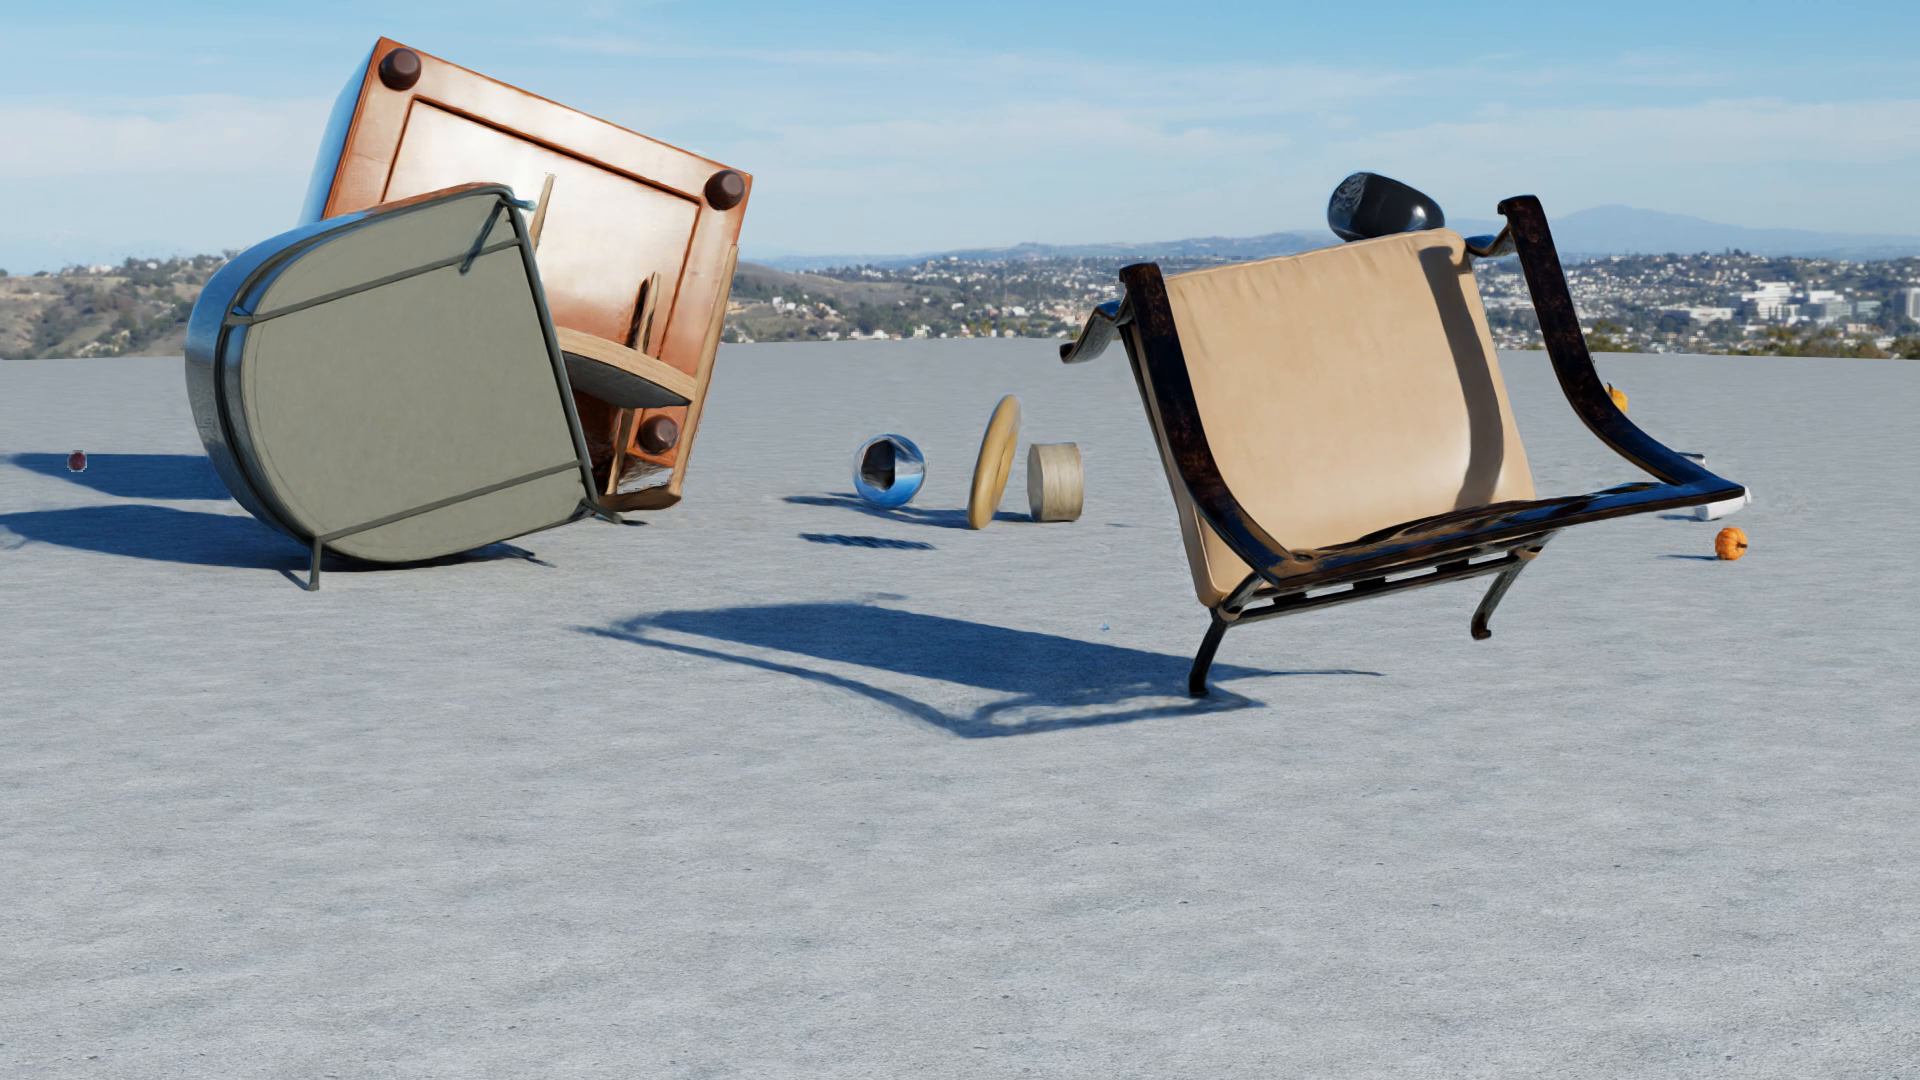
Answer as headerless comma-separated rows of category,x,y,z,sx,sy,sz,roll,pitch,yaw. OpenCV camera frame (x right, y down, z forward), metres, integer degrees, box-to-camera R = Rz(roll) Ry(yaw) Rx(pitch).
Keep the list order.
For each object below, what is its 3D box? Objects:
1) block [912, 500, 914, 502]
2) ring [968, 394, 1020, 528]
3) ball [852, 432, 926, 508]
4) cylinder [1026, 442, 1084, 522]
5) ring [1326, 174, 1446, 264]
block,-0.185,-0.180,7.553,0.070,0.124,0.126,-1,6,-14
ring,0.092,-0.210,6.810,0.064,0.237,0.473,10,46,9
ball,-0.201,-0.197,7.283,0.213,0.213,0.213,0,6,0
cylinder,0.254,-0.155,6.879,0.109,0.210,0.201,-3,-5,-11
ring,0.842,-0.636,5.076,0.244,0.127,0.186,26,-2,34
